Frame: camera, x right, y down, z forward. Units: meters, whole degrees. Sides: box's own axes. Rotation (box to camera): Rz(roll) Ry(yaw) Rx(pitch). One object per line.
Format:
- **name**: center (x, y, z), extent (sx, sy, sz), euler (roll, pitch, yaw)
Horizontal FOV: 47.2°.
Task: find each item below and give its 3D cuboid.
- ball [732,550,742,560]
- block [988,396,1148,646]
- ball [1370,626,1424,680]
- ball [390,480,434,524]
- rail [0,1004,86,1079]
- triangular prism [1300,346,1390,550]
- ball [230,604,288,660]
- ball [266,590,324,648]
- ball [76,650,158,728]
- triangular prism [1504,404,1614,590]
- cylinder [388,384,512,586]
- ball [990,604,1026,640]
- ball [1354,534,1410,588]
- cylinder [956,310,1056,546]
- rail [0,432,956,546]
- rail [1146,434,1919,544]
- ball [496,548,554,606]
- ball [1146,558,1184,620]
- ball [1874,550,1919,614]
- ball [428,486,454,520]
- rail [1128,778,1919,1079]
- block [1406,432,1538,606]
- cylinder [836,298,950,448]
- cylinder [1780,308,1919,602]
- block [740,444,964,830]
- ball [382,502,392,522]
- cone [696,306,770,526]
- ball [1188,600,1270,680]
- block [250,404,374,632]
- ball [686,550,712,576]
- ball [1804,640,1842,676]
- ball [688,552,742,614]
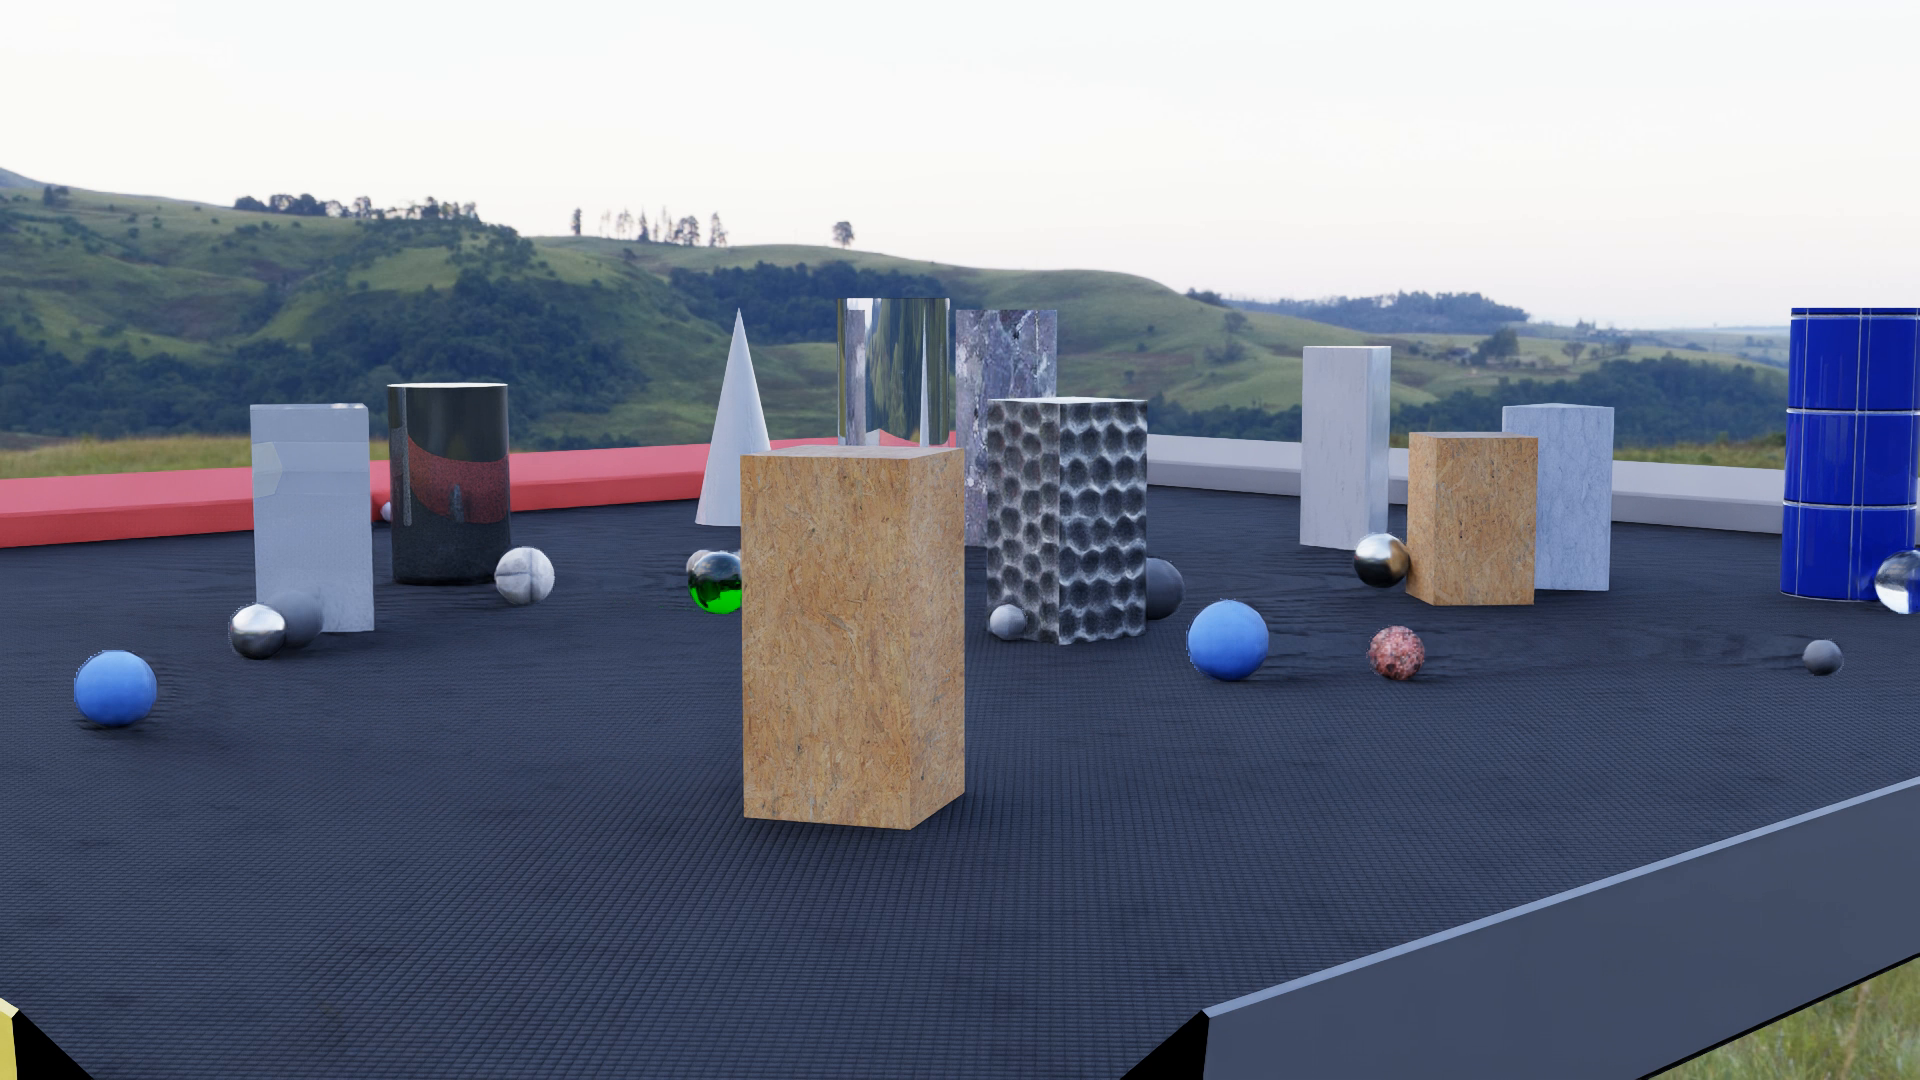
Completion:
- **ball**: center (-0.331, 0.053, 3.387), extent (0.076, 0.076, 0.076), euler (0, 6, 0)
- **block**: center (0.146, -0.031, 3.011), extent (0.154, 0.321, 0.154), euler (-5, 8, -37)
- **ball**: center (0.525, 0.136, 2.642), extent (0.066, 0.066, 0.066), euler (0, 6, 0)
- **ball**: center (-1.141, -0.078, 4.575), extent (0.089, 0.089, 0.089), euler (0, 6, 0)
- **rail**: center (-1.381, 0.166, 2.065), extent (0.045, 0.125, 3.591), euler (-6, 8, -42)
- **triangular prism**: center (0.755, -0.176, 4.138), extent (0.145, 0.374, 0.167), euler (-5, 8, -37)
- **ball**: center (-0.892, 0.117, 2.798), extent (0.071, 0.071, 0.071), euler (0, 6, 0)
- **ball**: center (-0.878, 0.104, 2.897), extent (0.077, 0.077, 0.077), euler (0, 6, 0)
- **ball**: center (-0.900, 0.159, 2.347), extent (0.082, 0.082, 0.082), euler (0, 6, 0)
- **triangular prism**: center (0.962, -0.073, 3.564), extent (0.167, 0.290, 0.145), euler (1, 6, 13)
- **cylinder**: center (-0.840, -0.095, 3.622), extent (0.193, 0.320, 0.193), euler (0, 6, 0)
- **ball**: center (0.065, 0.111, 2.965), extent (0.048, 0.048, 0.048), euler (0, 6, 0)
- **ball**: center (0.660, 0.033, 3.443), extent (0.086, 0.086, 0.086), euler (0, 6, 0)
- **cylinder**: center (0.088, -0.217, 4.196), extent (0.193, 0.443, 0.193), euler (0, 6, 0)
- **rail**: center (-1.202, -0.103, 4.627), extent (3.806, 0.125, 0.045), euler (-6, 8, -42)
- **rail**: center (1.381, -0.101, 4.599), extent (0.045, 0.125, 3.591), euler (-6, 8, -42)
- **ball**: center (-0.655, 0.055, 3.310), extent (0.088, 0.088, 0.088), euler (0, 6, 0)
- **ball**: center (0.277, 0.071, 3.151), extent (0.089, 0.089, 0.089), euler (0, 6, 0)
- **ball**: center (1.388, 0.062, 3.214), extent (0.094, 0.094, 0.094), euler (0, 6, 0)
- **ball**: center (-1.108, -0.078, 4.649), extent (0.072, 0.072, 0.072), euler (0, 6, 0)
- **rail**: center (1.202, 0.169, 2.037), extent (3.806, 0.125, 0.045), euler (-6, 8, -42)
- **block**: center (0.785, -0.036, 3.381), extent (0.154, 0.253, 0.154), euler (0, 6, -4)
- **cylinder**: center (-0.114, -0.184, 3.787), extent (0.193, 0.462, 0.193), euler (0, 6, 0)
- **cylinder**: center (1.388, -0.137, 3.423), extent (0.193, 0.447, 0.193), euler (0, 6, 0)
- **block**: center (-0.093, 0.080, 1.966), extent (0.154, 0.319, 0.154), euler (2, 6, 18)
- **ball**: center (-1.193, -0.059, 4.612), extent (0.042, 0.042, 0.042), euler (0, 6, 0)
- **cone**: center (-0.460, -0.263, 4.598), extent (0.193, 0.450, 0.193), euler (0, 6, 0)
- **ball**: center (0.323, 0.121, 2.641), extent (0.097, 0.097, 0.097), euler (0, 6, 0)
- **block**: center (-0.911, -0.033, 3.089), extent (0.154, 0.309, 0.154), euler (-2, 6, -18)
- **ball**: center (-0.419, 0.043, 3.582), extent (0.054, 0.054, 0.054), euler (0, 6, 0)
- **ball**: center (1.050, 0.143, 2.677), extent (0.044, 0.044, 0.044), euler (0, 6, 0)
- **ball**: center (-0.351, 0.063, 3.217), extent (0.091, 0.091, 0.091), euler (0, 6, 0)
